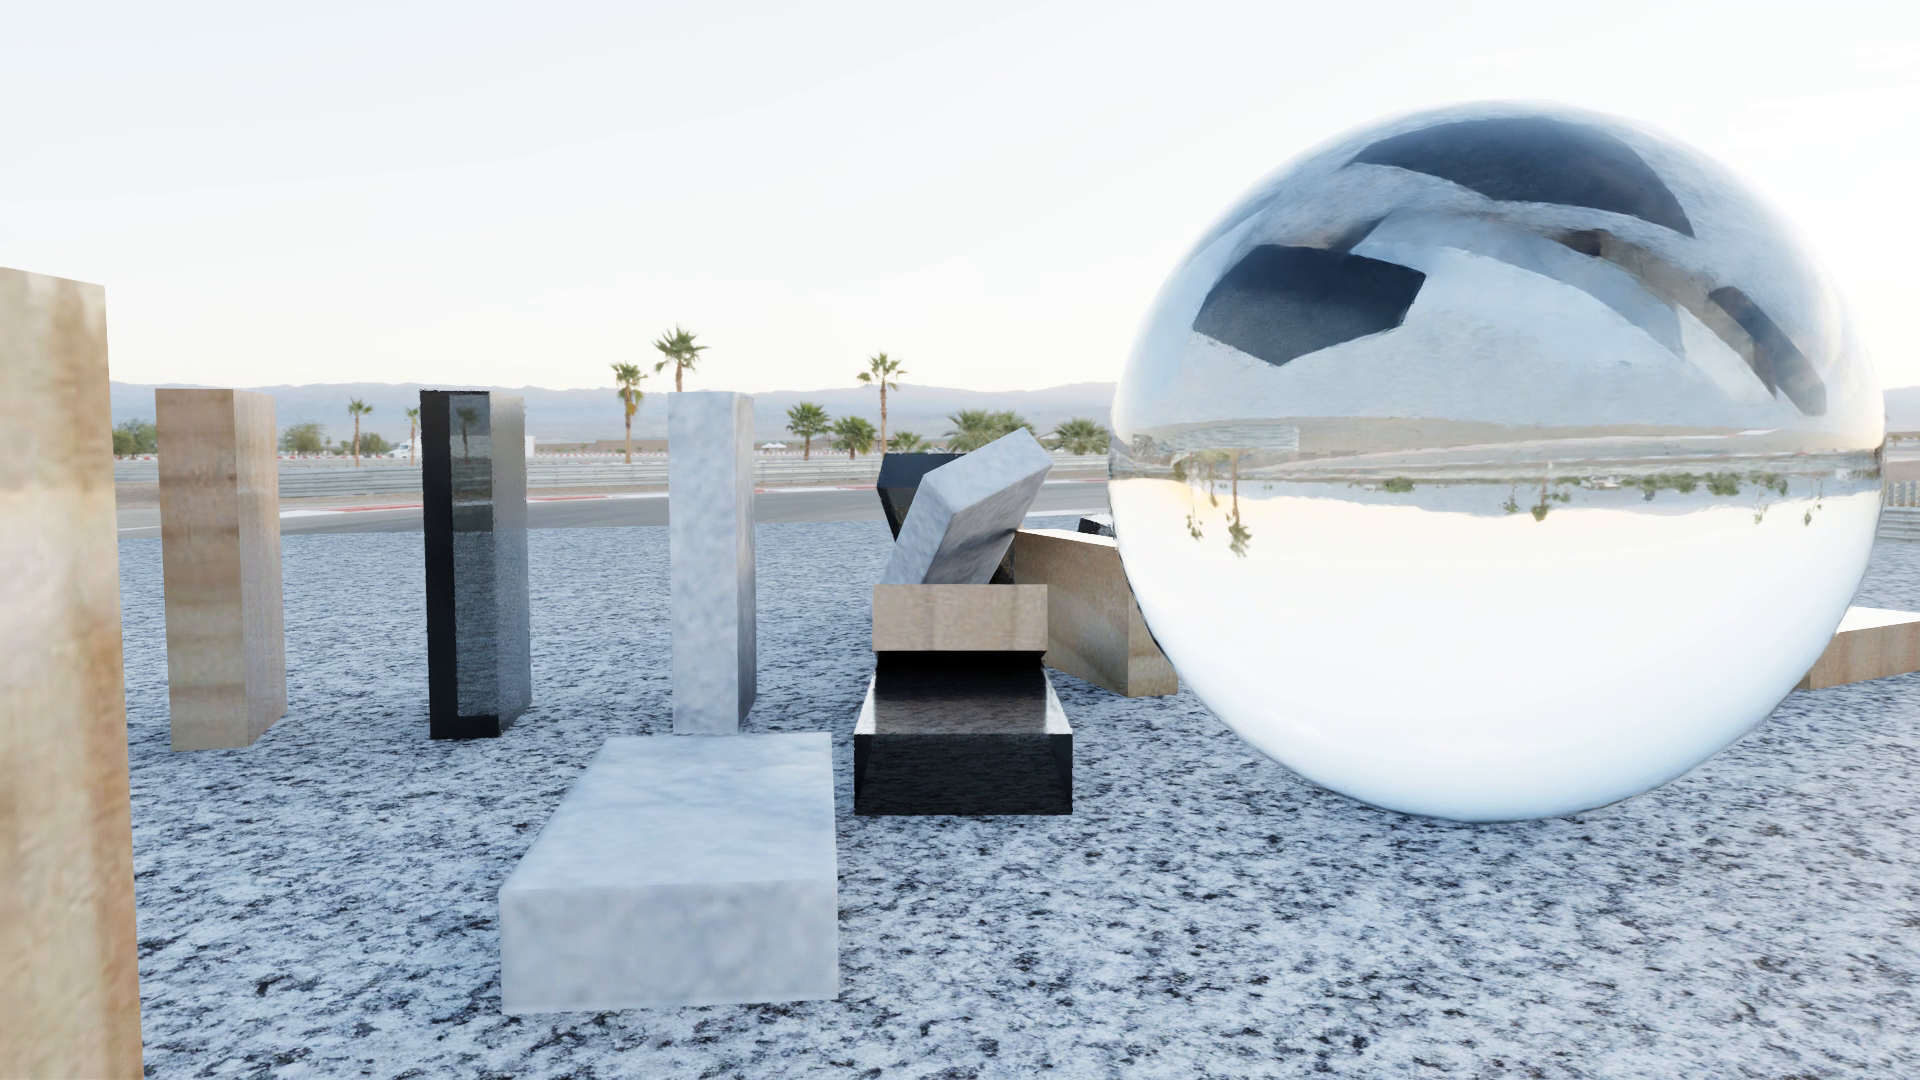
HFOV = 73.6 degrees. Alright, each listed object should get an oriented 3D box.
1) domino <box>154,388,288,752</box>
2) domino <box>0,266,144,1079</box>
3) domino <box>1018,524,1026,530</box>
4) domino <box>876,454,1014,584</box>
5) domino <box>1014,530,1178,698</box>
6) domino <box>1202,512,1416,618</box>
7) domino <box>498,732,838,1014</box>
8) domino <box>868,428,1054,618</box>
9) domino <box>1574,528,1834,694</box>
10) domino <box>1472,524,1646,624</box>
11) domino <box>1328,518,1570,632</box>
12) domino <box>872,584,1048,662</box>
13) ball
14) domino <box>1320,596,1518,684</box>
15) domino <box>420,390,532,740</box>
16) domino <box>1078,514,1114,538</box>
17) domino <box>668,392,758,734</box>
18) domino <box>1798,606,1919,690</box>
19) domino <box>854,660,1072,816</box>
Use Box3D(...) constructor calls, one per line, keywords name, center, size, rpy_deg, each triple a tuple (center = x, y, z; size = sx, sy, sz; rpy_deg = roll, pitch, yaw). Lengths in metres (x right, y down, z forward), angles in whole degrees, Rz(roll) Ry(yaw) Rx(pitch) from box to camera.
Box3D(name="domino", center=(-0.108, 0.003, 0.189), size=(0.009, 0.050, 0.025), rpy_deg=(-1, 4, -16))
Box3D(name="domino", center=(-0.045, 0.014, 0.050), size=(0.009, 0.050, 0.025), rpy_deg=(0, 4, 0))
Box3D(name="domino", center=(0.005, 0.003, 0.317), size=(0.025, 0.009, 0.050), rpy_deg=(2, -23, 25))
Box3D(name="domino", center=(0.000, 0.001, 0.287), size=(0.025, 0.009, 0.050), rpy_deg=(1, -38, 13))
Box3D(name="domino", center=(0.024, 0.012, 0.239), size=(0.009, 0.025, 0.050), rpy_deg=(-2, 5, -20))
Box3D(name="domino", center=(0.092, 0.006, 0.338), size=(0.050, 0.009, 0.025), rpy_deg=(26, 20, 40))
Box3D(name="domino", center=(-0.024, 0.029, 0.122), size=(0.025, 0.010, 0.050), rpy_deg=(0, 4, -6))
Box3D(name="domino", center=(-0.001, 0.000, 0.258), size=(0.025, 0.009, 0.050), rpy_deg=(-28, -21, -31))
Box3D(name="domino", center=(0.136, 0.012, 0.234), size=(0.050, 0.009, 0.025), rpy_deg=(-28, 17, -36))
Box3D(name="domino", center=(0.141, 0.009, 0.287), size=(0.025, 0.009, 0.050), rpy_deg=(2, 19, -14))
Box3D(name="domino", center=(0.119, 0.007, 0.315), size=(0.025, 0.009, 0.050), rpy_deg=(-3, 22, -36))
Box3D(name="domino", center=(-0.001, 0.016, 0.208), size=(0.025, 0.009, 0.050), rpy_deg=(0, -11, -1))
Box3D(name="ball", center=(0.057, -0.008, 0.147), size=(0.080, 0.080, 0.080), rpy_deg=(0, 4, 0))
Box3D(name="domino", center=(0.089, 0.019, 0.253), size=(0.025, 0.010, 0.050), rpy_deg=(0, 4, 5))
Box3D(name="domino", center=(-0.073, 0.003, 0.196), size=(0.009, 0.050, 0.025), rpy_deg=(-1, 4, -8))
Box3D(name="domino", center=(0.059, 0.005, 0.354), size=(0.050, 0.009, 0.025), rpy_deg=(20, 13, 27))
Box3D(name="domino", center=(-0.038, 0.003, 0.199), size=(0.009, 0.050, 0.025), rpy_deg=(0, 4, -3))
Box3D(name="domino", center=(0.162, 0.019, 0.245), size=(0.050, 0.009, 0.025), rpy_deg=(-2, 5, -30))
Box3D(name="domino", center=(0.000, 0.025, 0.172), size=(0.025, 0.010, 0.050), rpy_deg=(0, 4, 0))
